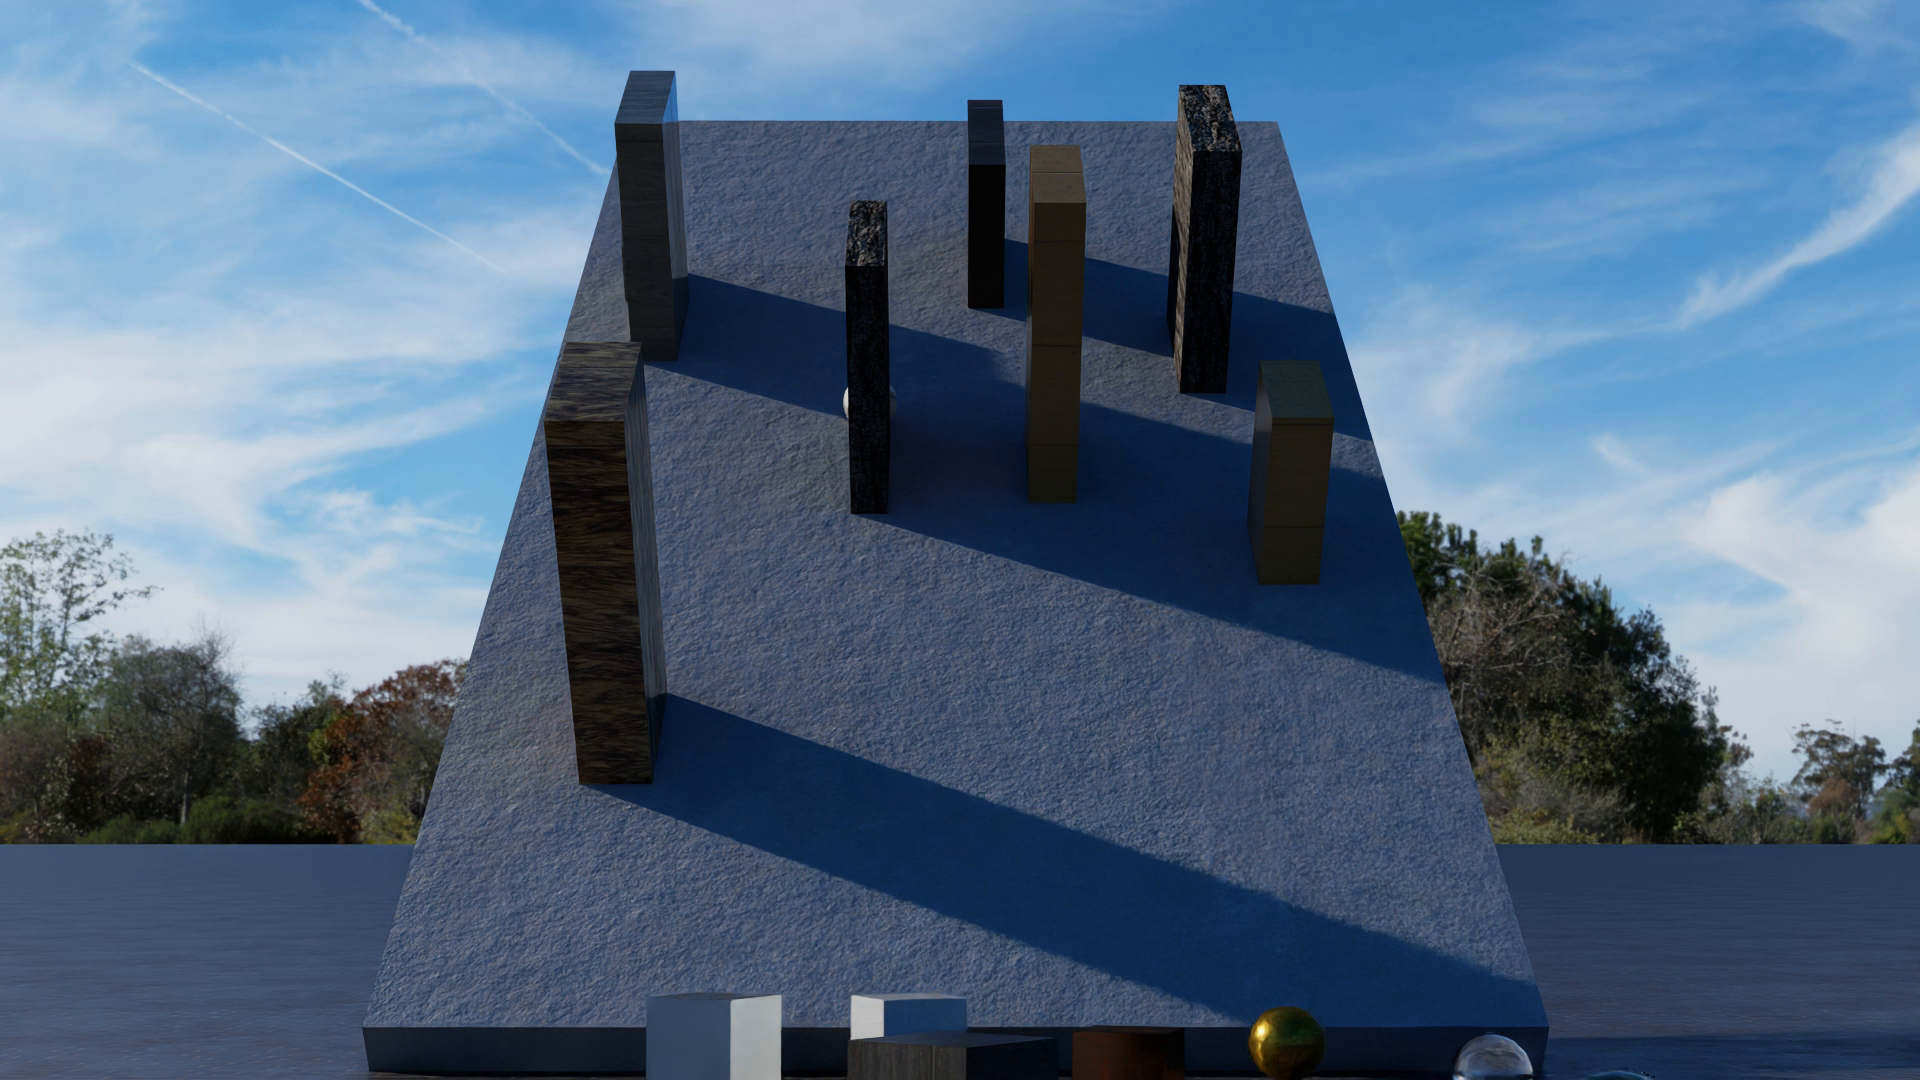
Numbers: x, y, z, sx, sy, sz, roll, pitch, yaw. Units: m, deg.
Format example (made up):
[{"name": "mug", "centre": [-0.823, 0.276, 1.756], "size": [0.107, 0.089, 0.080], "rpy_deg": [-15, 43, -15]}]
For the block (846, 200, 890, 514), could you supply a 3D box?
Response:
[{"name": "block", "centre": [-0.206, -0.411, 5.512], "size": [0.083, 0.617, 0.340], "rpy_deg": [0, 32, 0]}]

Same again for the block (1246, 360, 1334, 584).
[{"name": "block", "centre": [0.711, -0.147, 5.286], "size": [0.129, 0.413, 0.257], "rpy_deg": [0, 32, 0]}]

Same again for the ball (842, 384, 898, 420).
[{"name": "ball", "centre": [-0.215, -0.329, 5.841], "size": [0.130, 0.130, 0.130], "rpy_deg": [0, -7, 0]}]

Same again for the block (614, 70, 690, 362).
[{"name": "block", "centre": [-0.769, -0.813, 6.136], "size": [0.113, 0.638, 0.345], "rpy_deg": [0, 32, 0]}]

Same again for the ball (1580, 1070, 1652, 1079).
[{"name": "ball", "centre": [0.669, 0.619, 2.475], "size": [0.159, 0.159, 0.159], "rpy_deg": [0, -7, 0]}]

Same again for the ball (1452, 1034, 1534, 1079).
[{"name": "ball", "centre": [0.764, 0.767, 3.506], "size": [0.114, 0.114, 0.114], "rpy_deg": [0, -7, 0]}]

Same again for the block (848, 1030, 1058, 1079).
[{"name": "block", "centre": [-0.008, 0.647, 2.749], "size": [0.169, 0.169, 0.169], "rpy_deg": [-5, -9, 38]}]

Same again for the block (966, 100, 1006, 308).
[{"name": "block", "centre": [0.067, -0.897, 6.498], "size": [0.094, 0.405, 0.441], "rpy_deg": [0, 32, 0]}]

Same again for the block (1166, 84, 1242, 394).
[{"name": "block", "centre": [0.599, -0.744, 6.033], "size": [0.114, 0.639, 0.420], "rpy_deg": [0, 32, 0]}]

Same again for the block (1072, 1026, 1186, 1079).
[{"name": "block", "centre": [0.234, 0.744, 3.381], "size": [0.130, 0.130, 0.130], "rpy_deg": [-2, -7, 16]}]

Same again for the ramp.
[{"name": "ramp", "centre": [-0.015, -0.192, 5.840], "size": [2.000, 0.100, 4.000], "rpy_deg": [0, 32, 0]}]

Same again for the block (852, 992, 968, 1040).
[{"name": "block", "centre": [-0.082, 0.801, 3.901], "size": [0.142, 0.142, 0.142], "rpy_deg": [3, -8, -23]}]

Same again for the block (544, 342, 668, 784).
[{"name": "block", "centre": [-0.658, 0.050, 4.597], "size": [0.139, 0.795, 0.302], "rpy_deg": [0, 32, 0]}]

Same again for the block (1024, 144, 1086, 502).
[{"name": "block", "centre": [0.211, -0.483, 5.512], "size": [0.110, 0.742, 0.313], "rpy_deg": [0, 32, 0]}]

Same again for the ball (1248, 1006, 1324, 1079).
[{"name": "ball", "centre": [0.533, 0.821, 3.983], "size": [0.123, 0.123, 0.123], "rpy_deg": [0, -7, 0]}]

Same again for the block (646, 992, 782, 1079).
[{"name": "block", "centre": [-0.380, 0.782, 3.782], "size": [0.151, 0.151, 0.151], "rpy_deg": [-3, -8, 26]}]

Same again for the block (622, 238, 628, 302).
[{"name": "block", "centre": [-0.812, -0.744, 6.478], "size": [0.160, 0.160, 0.160], "rpy_deg": [-3, 32, -6]}]
